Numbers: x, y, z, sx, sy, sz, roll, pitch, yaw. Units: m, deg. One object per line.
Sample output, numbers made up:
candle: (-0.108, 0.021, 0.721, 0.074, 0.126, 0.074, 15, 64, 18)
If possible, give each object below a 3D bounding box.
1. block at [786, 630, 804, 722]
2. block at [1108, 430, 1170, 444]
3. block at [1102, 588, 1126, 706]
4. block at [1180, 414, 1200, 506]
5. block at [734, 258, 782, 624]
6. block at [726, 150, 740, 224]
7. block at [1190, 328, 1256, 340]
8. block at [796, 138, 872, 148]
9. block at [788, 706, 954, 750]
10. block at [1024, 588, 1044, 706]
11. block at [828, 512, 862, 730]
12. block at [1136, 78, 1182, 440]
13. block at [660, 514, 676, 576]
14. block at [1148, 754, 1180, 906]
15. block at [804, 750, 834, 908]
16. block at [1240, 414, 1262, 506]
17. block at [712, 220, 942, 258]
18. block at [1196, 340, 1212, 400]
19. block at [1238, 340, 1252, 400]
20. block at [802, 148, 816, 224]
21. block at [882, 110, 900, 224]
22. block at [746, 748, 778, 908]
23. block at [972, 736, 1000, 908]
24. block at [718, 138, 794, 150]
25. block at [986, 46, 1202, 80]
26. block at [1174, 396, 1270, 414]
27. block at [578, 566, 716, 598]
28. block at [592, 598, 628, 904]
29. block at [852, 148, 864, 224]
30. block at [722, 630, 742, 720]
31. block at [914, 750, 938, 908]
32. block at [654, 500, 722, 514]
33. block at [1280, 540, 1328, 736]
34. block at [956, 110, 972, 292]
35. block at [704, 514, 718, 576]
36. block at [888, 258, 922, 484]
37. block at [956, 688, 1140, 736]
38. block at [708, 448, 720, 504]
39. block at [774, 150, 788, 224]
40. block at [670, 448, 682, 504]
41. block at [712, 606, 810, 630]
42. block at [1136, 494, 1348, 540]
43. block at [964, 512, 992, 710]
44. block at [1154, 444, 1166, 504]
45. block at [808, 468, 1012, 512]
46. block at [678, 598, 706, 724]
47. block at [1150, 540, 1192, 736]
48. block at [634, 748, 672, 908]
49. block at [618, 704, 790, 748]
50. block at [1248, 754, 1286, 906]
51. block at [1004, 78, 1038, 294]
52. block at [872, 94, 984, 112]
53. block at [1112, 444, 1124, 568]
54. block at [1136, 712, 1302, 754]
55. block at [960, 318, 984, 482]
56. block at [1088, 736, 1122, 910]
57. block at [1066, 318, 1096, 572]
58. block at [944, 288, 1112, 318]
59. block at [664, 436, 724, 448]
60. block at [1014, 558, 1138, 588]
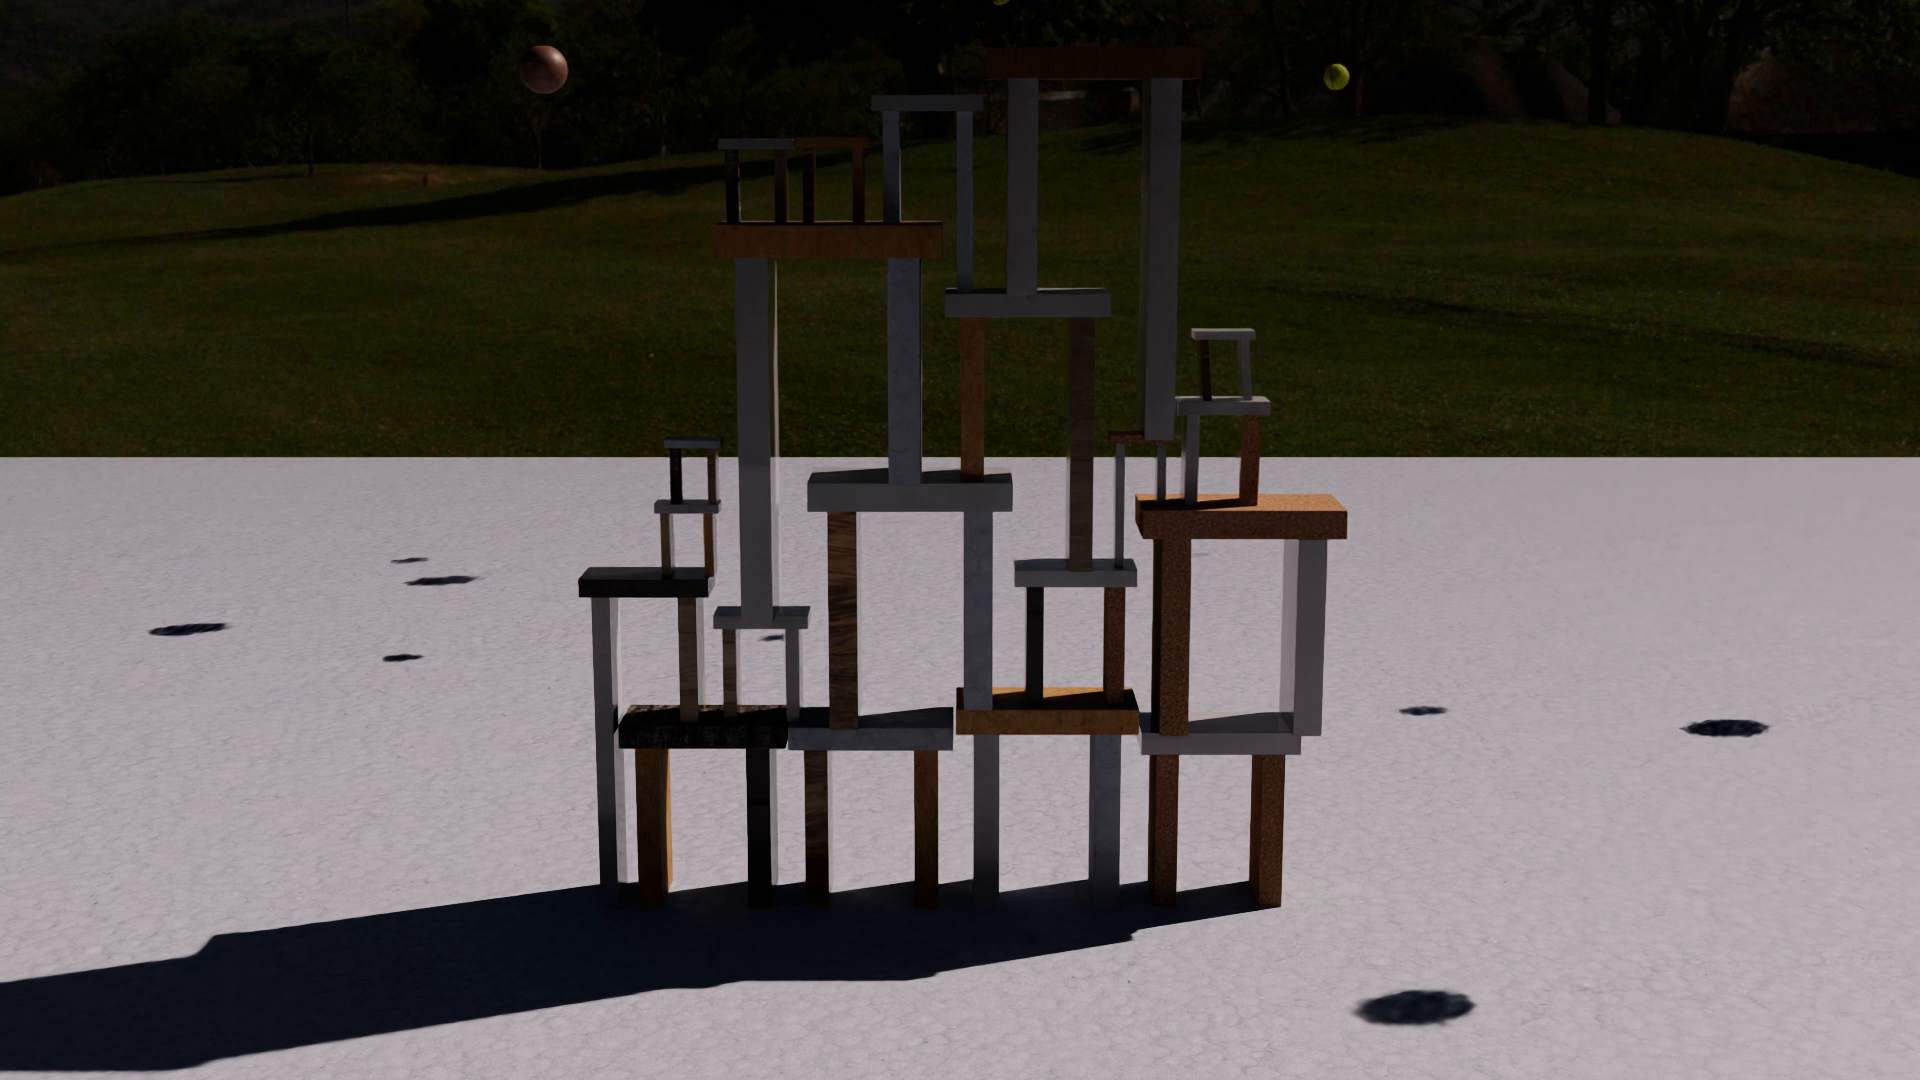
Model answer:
block: (-0.271, 0.214, 3.603, 0.022, 0.156, 0.077, 0, 11, 1)
block: (0.288, -0.165, 3.528, 0.098, 0.014, 0.049, 1, 11, 2)
block: (0.251, 0.163, 3.590, 0.028, 0.196, 0.098, 0, 11, 0)
block: (0.369, -0.133, 3.533, 0.021, 0.146, 0.073, 1, 11, 0)
block: (-0.323, -0.167, 3.525, 0.050, 0.577, 0.176, 0, 11, 0)
block: (-0.357, -0.557, 3.460, 0.016, 0.114, 0.057, -1, 11, -1)
block: (0.418, -0.328, 3.498, 0.096, 0.014, 0.048, 0, 10, -2)
block: (-0.198, -0.623, 3.449, 0.116, 0.016, 0.058, 0, 11, 0)
block: (-0.144, 0.310, 3.616, 0.266, 0.038, 0.133, 0, 11, 0)
block: (0.121, 0.163, 3.590, 0.028, 0.196, 0.098, 0, 11, 0)
block: (-0.187, 0.116, 3.584, 0.046, 0.356, 0.162, 0, 11, 0)
block: (0.314, -0.444, 3.475, 0.047, 0.556, 0.164, 0, 11, 0)
block: (-0.473, 0.004, 3.558, 0.015, 0.103, 0.052, 0, 11, 0)
block: (0.336, 0.463, 3.646, 0.037, 0.258, 0.129, 0, 11, 0)
block: (-0.233, 0.459, 3.644, 0.038, 0.266, 0.133, 0, 11, 0)
block: (0.466, -0.133, 3.533, 0.021, 0.146, 0.073, 1, 11, 0)
block: (-0.204, -0.475, 3.467, 0.353, 0.050, 0.176, 0, 11, 0)
block: (0.389, -0.273, 3.507, 0.014, 0.096, 0.048, -5, 10, 1)
block: (0.454, -0.273, 3.507, 0.014, 0.096, 0.048, -4, 10, 1)
block: (-0.237, -0.558, 3.461, 0.016, 0.116, 0.058, 0, 11, 0)
block: (-0.107, -0.585, 3.452, 0.024, 0.173, 0.086, 0, 11, 0)
block: (-0.327, 0.458, 3.645, 0.038, 0.269, 0.135, 0, 11, 0)
block: (0.043, 0.445, 3.642, 0.042, 0.294, 0.147, 0, 11, 0)
block: (-0.320, -0.621, 3.449, 0.114, 0.016, 0.057, 0, 11, -1)
block: (0.205, -0.741, 3.421, 0.329, 0.047, 0.164, 0, 11, 1)
block: (0.419, -0.215, 3.518, 0.146, 0.021, 0.073, 0, 11, 0)
block: (-0.508, 0.068, 3.576, 0.208, 0.029, 0.104, 0, 11, 0)
block: (-0.577, 0.336, 3.625, 0.029, 0.515, 0.104, 0, 11, 0)
block: (-0.159, -0.558, 3.461, 0.016, 0.116, 0.058, 1, 11, 0)
block: (-0.373, 0.212, 3.602, 0.022, 0.153, 0.077, 0, 11, 0)
block: (-0.056, 0.459, 3.644, 0.038, 0.266, 0.133, 0, 11, 0)
block: (-0.439, -0.054, 3.548, 0.104, 0.015, 0.052, 0, 11, 0)
block: (0.559, 0.142, 3.584, 0.046, 0.322, 0.161, 0, 11, 0)
block: (0.008, -0.533, 3.461, 0.024, 0.280, 0.086, 0, 10, 0)
block: (-0.404, 0.004, 3.558, 0.015, 0.104, 0.052, 0, 11, 0)
block: (-0.087, -0.277, 3.504, 0.050, 0.353, 0.176, 0, 11, 0)
block: (0.141, 0.280, 3.611, 0.294, 0.042, 0.147, 0, 11, 0)
block: (-0.397, -0.106, 3.541, 0.013, 0.090, 0.045, 0, 11, 0)
block: (-0.281, -0.557, 3.461, 0.016, 0.114, 0.057, 0, 11, 0)
block: (-0.457, -0.106, 3.541, 0.013, 0.090, 0.045, 0, 11, 0)
block: (-0.322, 0.126, 3.587, 0.153, 0.022, 0.076, 0, 11, 0)
block: (0.450, -0.039, 3.549, 0.322, 0.046, 0.161, 0, 11, 0)
block: (0.029, 0.100, 3.580, 0.046, 0.324, 0.162, 0, 10, 0)
block: (0.322, -0.110, 3.537, 0.014, 0.098, 0.049, 0, 11, 0)
block: (-0.079, -0.082, 3.547, 0.324, 0.046, 0.162, 0, 11, 0)
block: (-0.438, 0.185, 3.597, 0.029, 0.208, 0.104, 0, 11, 0)
block: (0.343, 0.142, 3.583, 0.046, 0.322, 0.161, 0, 11, 0)
block: (-0.507, 0.458, 3.645, 0.038, 0.269, 0.135, 0, 11, 0)
block: (-0.417, 0.307, 3.617, 0.269, 0.038, 0.135, 0, 11, 0)
block: (0.509, 0.463, 3.646, 0.037, 0.258, 0.129, 0, 11, 0)
block: (0.096, -0.556, 3.456, 0.047, 0.329, 0.164, 0, 10, 0)
block: (-0.050, -0.682, 3.433, 0.173, 0.024, 0.086, 0, 11, 0)
block: (0.256, -0.059, 3.548, 0.014, 0.201, 0.049, 0, 10, 0)
block: (0.422, 0.318, 3.619, 0.258, 0.037, 0.129, 0, 11, 0)
block: (0.020, -0.232, 3.519, 0.037, 0.259, 0.130, 0, 11, 0)
block: (0.239, 0.445, 3.642, 0.042, 0.294, 0.147, 0, 11, 0)
block: (0.192, -0.160, 3.533, 0.037, 0.405, 0.130, 0, 11, 0)
block: (0.106, -0.378, 3.493, 0.259, 0.037, 0.130, 0, 11, 0)
block: (-0.427, -0.157, 3.531, 0.090, 0.013, 0.045, 0, 11, 0)
block: (0.186, 0.053, 3.569, 0.196, 0.028, 0.098, 0, 11, 0)
